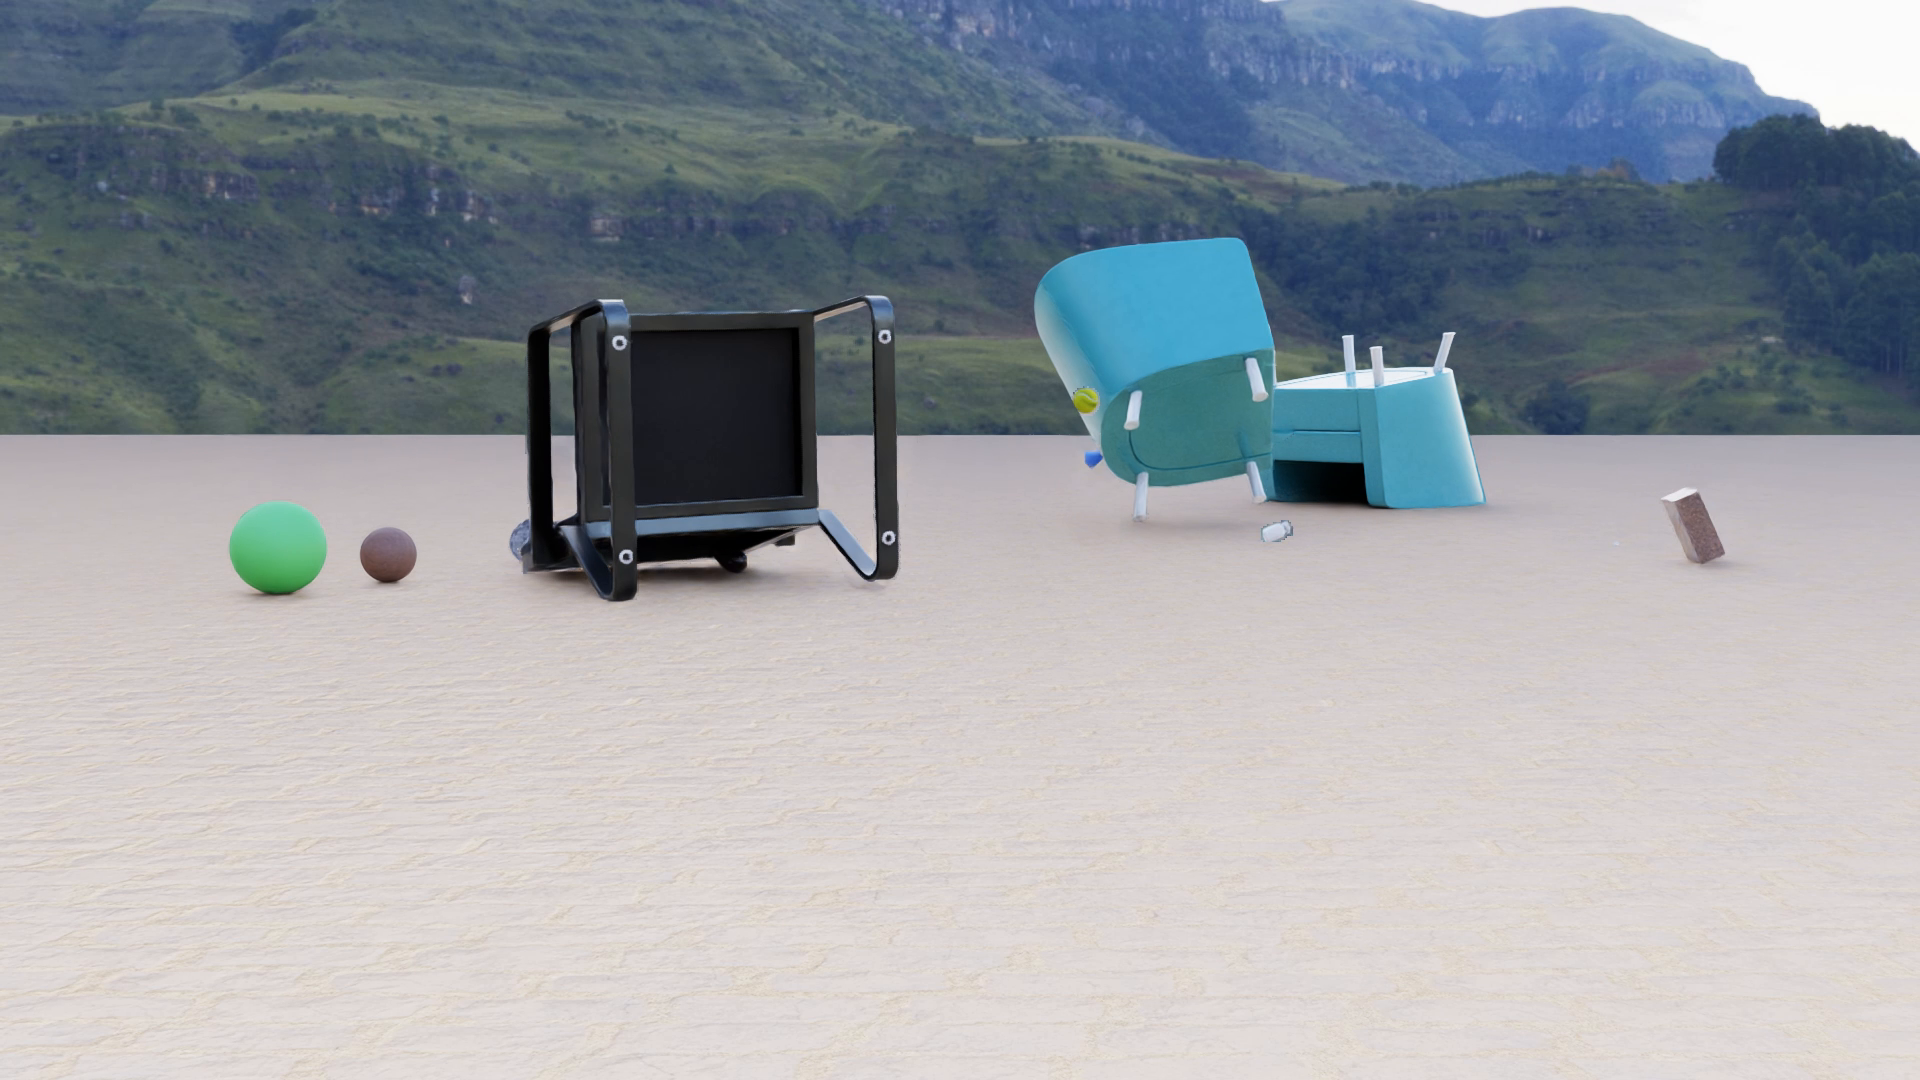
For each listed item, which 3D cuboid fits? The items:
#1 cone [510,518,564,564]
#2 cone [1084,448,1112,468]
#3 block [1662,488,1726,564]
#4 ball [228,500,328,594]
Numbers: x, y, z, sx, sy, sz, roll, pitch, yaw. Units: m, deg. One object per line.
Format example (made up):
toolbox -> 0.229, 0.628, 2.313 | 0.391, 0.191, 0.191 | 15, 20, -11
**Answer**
cone -> -1.103, 0.027, 5.739 | 0.144, 0.130, 0.105 | -43, -16, -25
cone -> 0.518, -0.314, 8.064 | 0.114, 0.067, 0.061 | -27, -45, 37
block -> 1.905, -0.037, 5.715 | 0.067, 0.176, 0.168 | -24, 1, 8
ball -> -1.491, 0.016, 4.809 | 0.205, 0.205, 0.205 | 0, 4, 0
